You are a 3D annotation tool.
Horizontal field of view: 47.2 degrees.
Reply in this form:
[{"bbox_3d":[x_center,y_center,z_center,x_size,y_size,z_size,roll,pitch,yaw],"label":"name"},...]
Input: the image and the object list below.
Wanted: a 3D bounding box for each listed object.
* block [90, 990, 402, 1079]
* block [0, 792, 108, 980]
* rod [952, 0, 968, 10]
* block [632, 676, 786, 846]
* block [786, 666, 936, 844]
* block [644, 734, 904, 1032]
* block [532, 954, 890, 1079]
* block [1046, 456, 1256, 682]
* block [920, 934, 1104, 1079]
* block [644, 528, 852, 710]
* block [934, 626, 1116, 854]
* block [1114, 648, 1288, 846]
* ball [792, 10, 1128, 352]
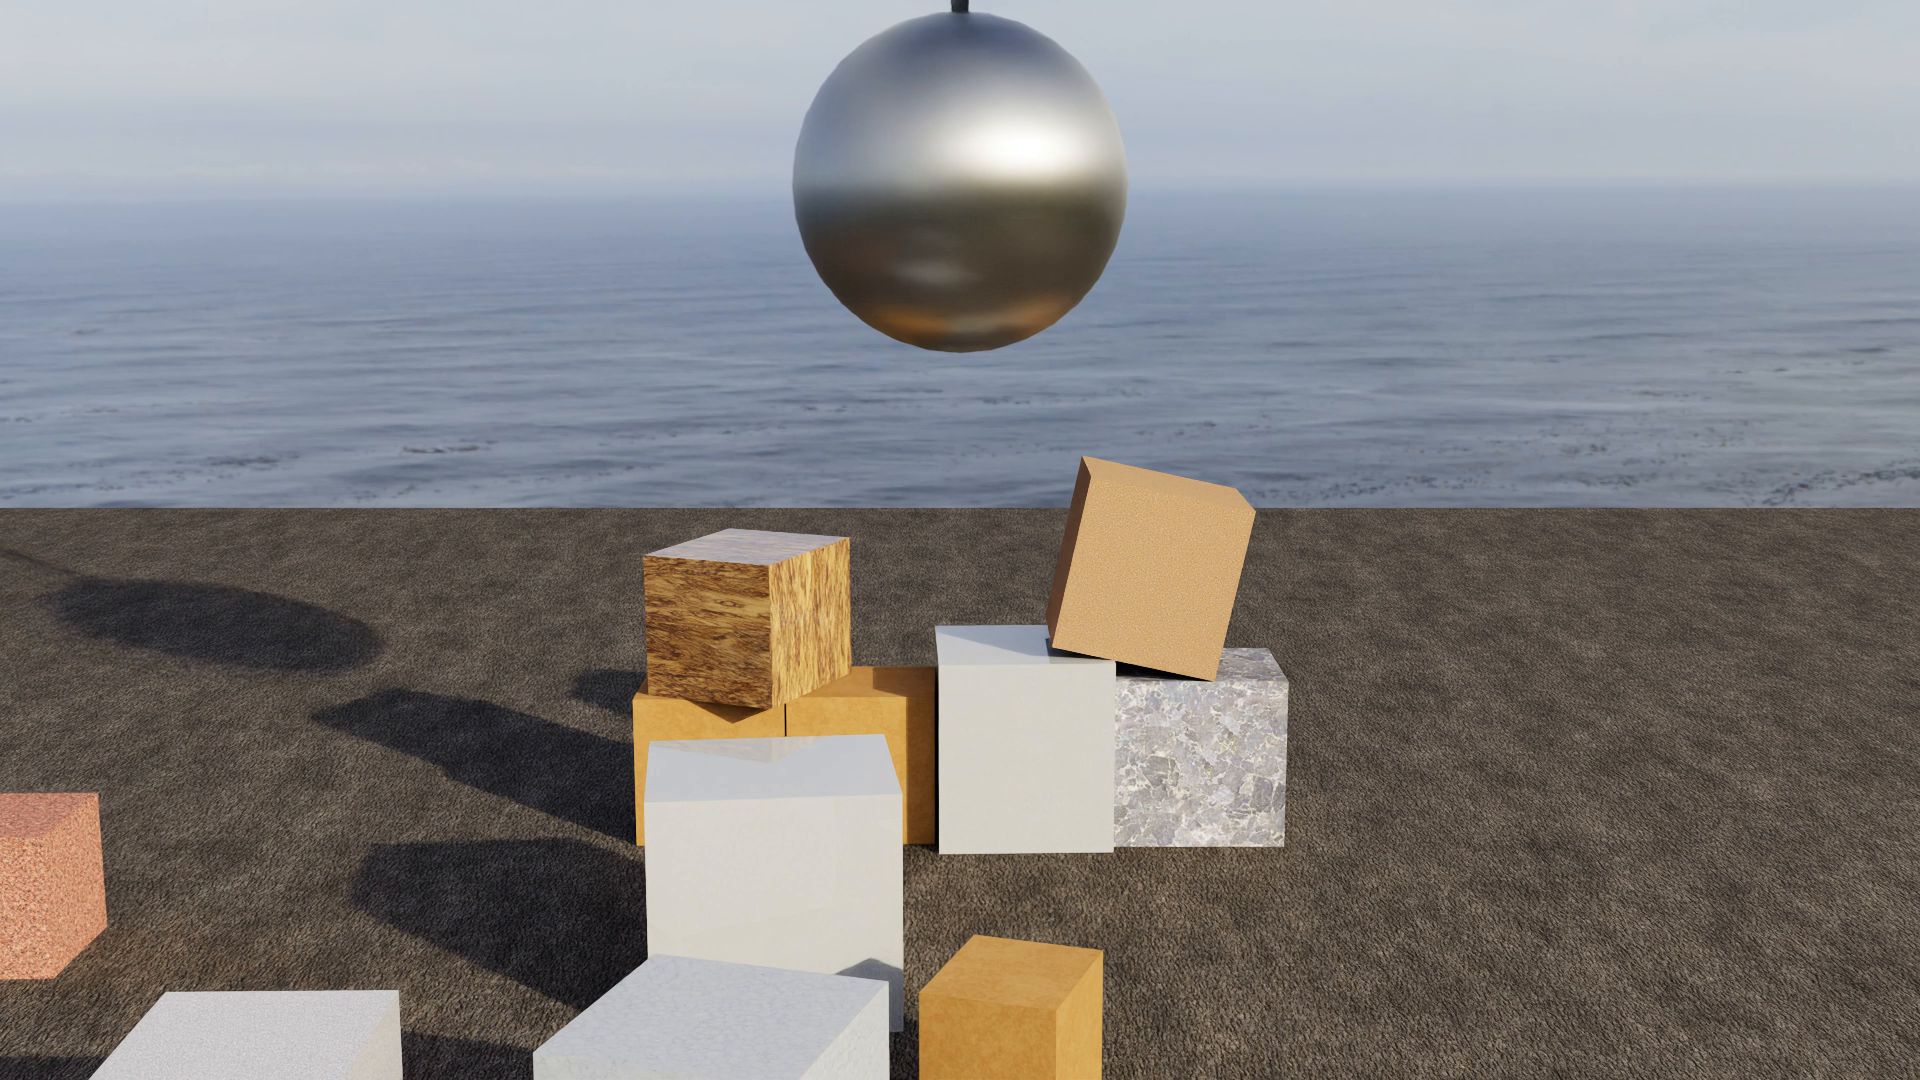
[{"bbox_3d":[-2.199,1.917,6.859,0.754,0.774,0.752,0,10,-1],"label":"block"},{"bbox_3d":[-4.148,1.498,9.579,0.591,0.625,0.636,0,10,-1],"label":"block"},{"bbox_3d":[0.000,-5.072,10.075,0.080,5.200,0.080,0,6,0],"label":"rod"},{"bbox_3d":[-1.254,1.103,11.383,0.754,0.758,0.731,0,10,0],"label":"block"},{"bbox_3d":[-0.499,1.102,11.367,0.741,0.764,0.649,0,10,0],"label":"block"},{"bbox_3d":[-0.774,1.409,9.068,1.001,0.984,0.891,-1,10,-6],"label":"block"},{"bbox_3d":[-0.756,1.884,6.943,0.832,0.810,0.853,3,11,17],"label":"block"},{"bbox_3d":[0.949,0.130,11.187,0.826,0.873,0.752,12,10,-2],"label":"block"},{"bbox_3d":[0.192,1.826,7.961,0.502,0.559,0.605,4,11,19],"label":"block"},{"bbox_3d":[-1.068,0.383,11.197,0.717,0.715,0.826,4,11,25],"label":"block"},{"bbox_3d":[0.317,1.007,11.322,0.871,0.967,0.887,0,10,-2],"label":"block"},{"bbox_3d":[1.198,1.058,11.358,0.866,0.854,0.730,0,10,0],"label":"block"},{"bbox_3d":[0.000,-1.692,10.450,1.600,1.600,1.600,0,10,0],"label":"ball"}]
